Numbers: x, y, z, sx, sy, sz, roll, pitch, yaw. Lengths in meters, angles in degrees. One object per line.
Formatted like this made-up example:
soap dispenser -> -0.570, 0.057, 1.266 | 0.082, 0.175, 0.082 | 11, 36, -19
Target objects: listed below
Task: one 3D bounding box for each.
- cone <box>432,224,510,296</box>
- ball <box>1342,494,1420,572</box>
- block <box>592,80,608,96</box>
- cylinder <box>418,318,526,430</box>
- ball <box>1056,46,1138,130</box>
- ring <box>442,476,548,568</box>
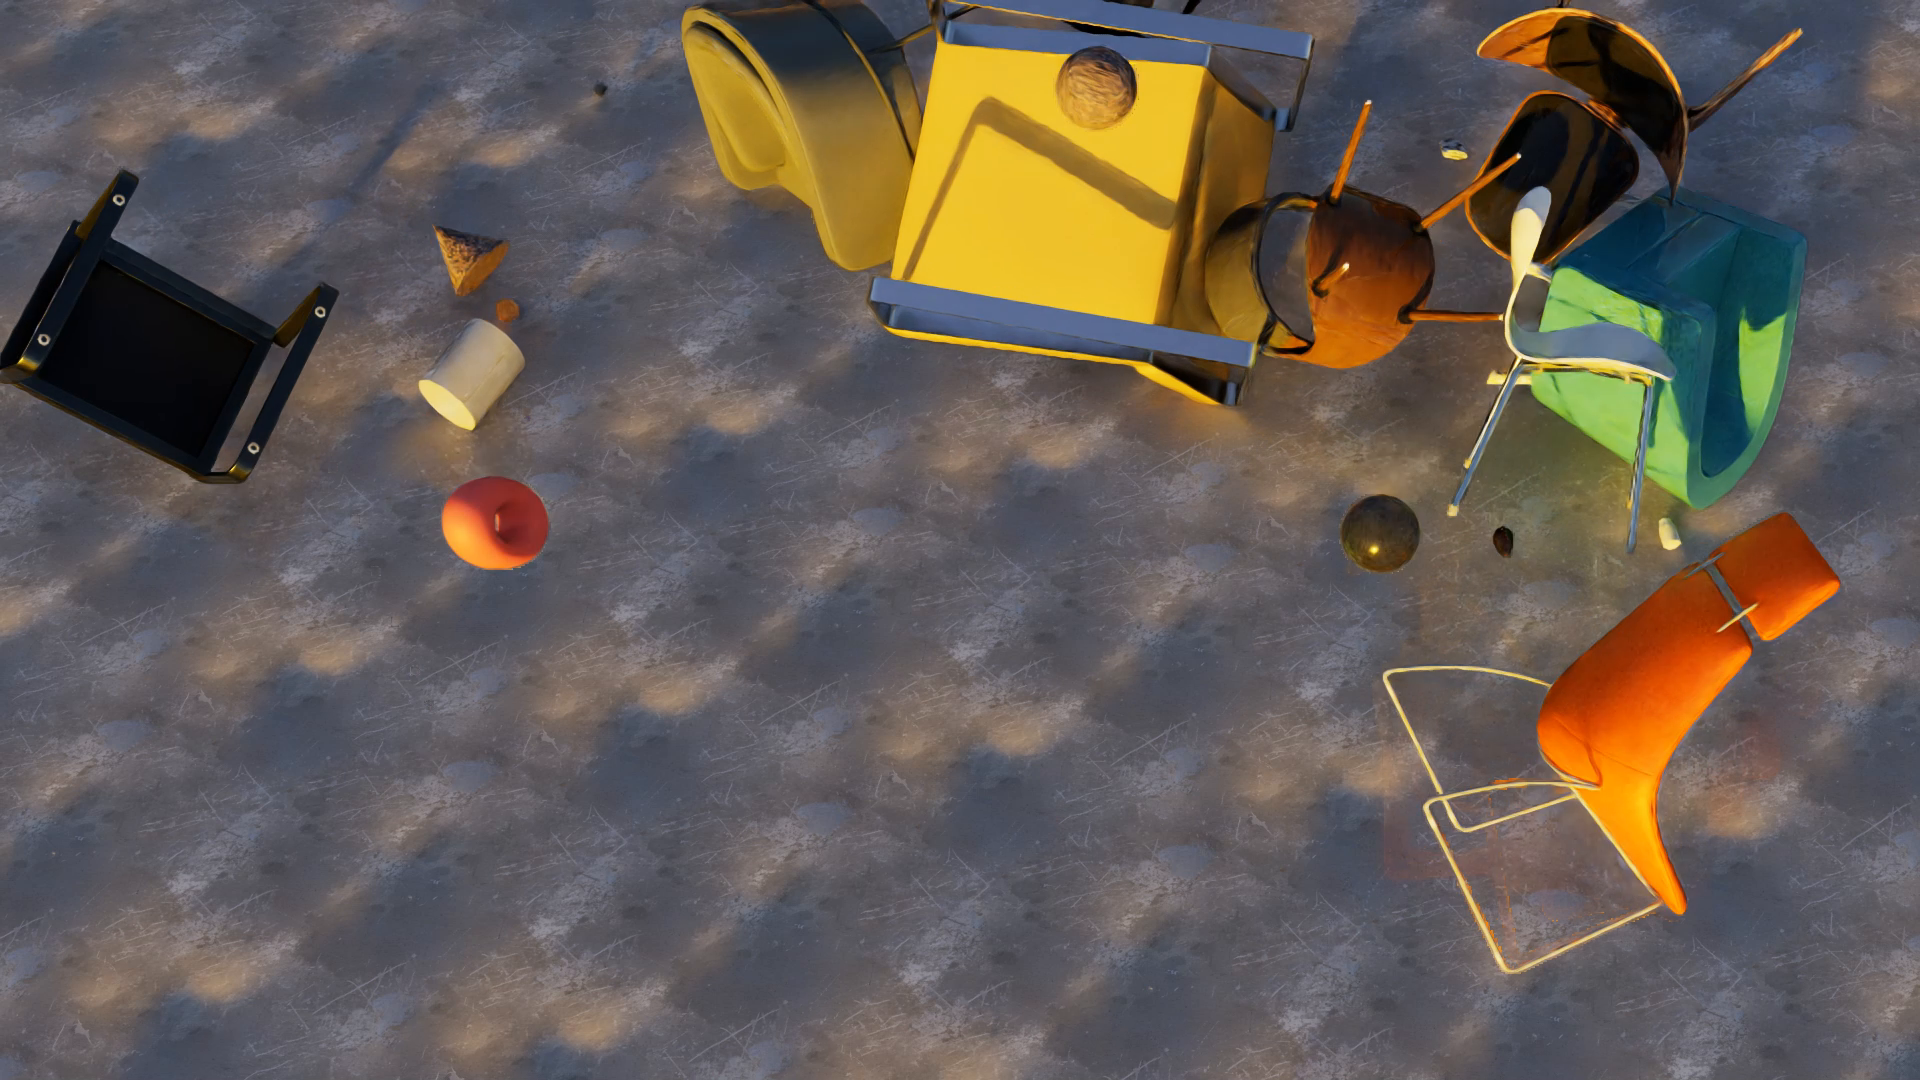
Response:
cone -> -1.613, -0.941, 7.065 | 0.223, 0.172, 0.242 | 41, 76, 5
ball -> 1.152, -0.018, 6.021 | 0.213, 0.213, 0.213 | 0, 56, 0
block -> -1.241, -1.555, 7.578 | 0.035, 0.044, 0.037 | 32, 89, -6
cylinder -> -1.495, -0.509, 6.744 | 0.211, 0.255, 0.253 | 33, 69, 5
ball -> 0.376, -1.245, 6.061 | 0.227, 0.227, 0.227 | 0, 56, 0
ring -> -1.259, -0.047, 5.972 | 0.136, 0.421, 0.250 | 1, 88, 19
